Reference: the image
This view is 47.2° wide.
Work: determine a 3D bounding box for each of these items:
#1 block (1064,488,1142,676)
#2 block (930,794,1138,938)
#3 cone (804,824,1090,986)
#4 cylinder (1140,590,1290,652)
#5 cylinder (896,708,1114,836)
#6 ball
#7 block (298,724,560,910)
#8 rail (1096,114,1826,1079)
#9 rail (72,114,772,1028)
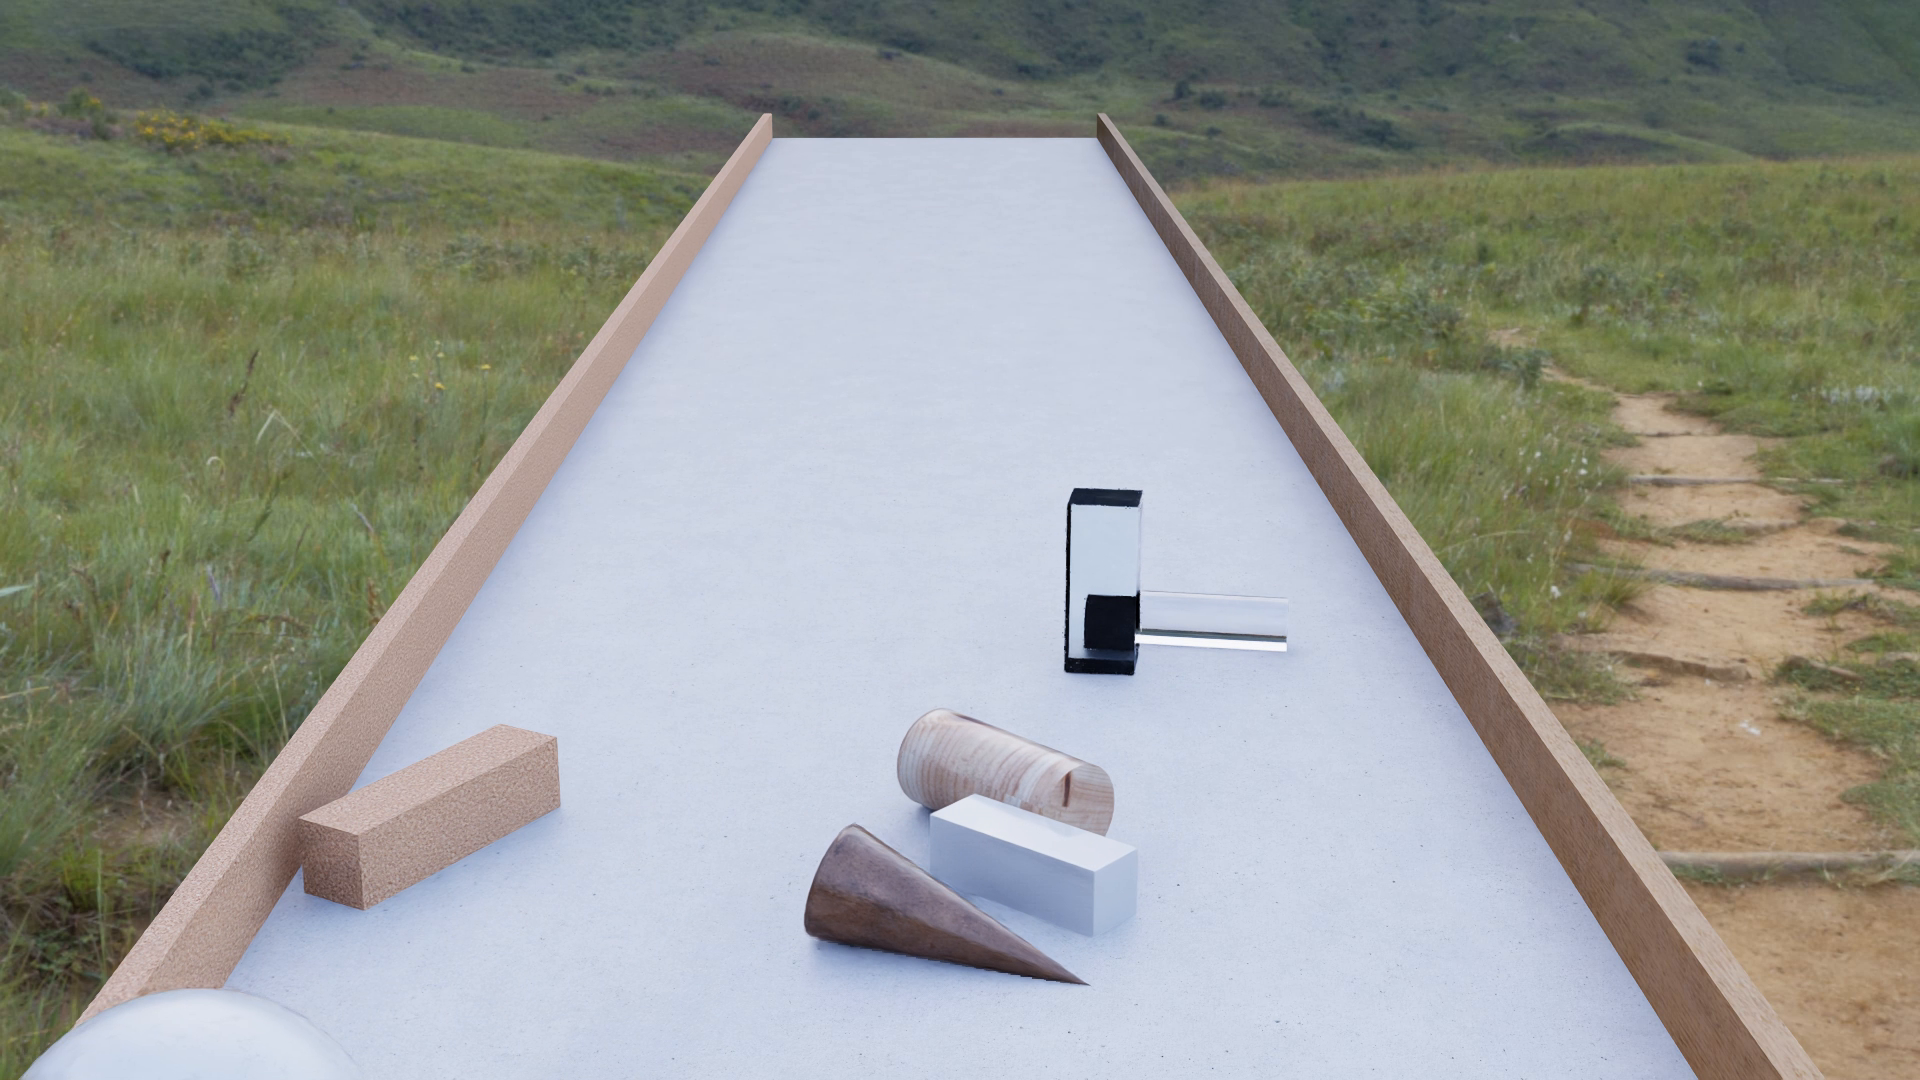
[{"bbox_3d":[0.284,0.081,4.352,0.138,0.341,0.138,2,15,8],"label":"block"},{"bbox_3d":[0.110,0.496,3.370,0.319,0.108,0.108,14,21,38],"label":"block"},{"bbox_3d":[0.000,0.566,3.173,0.415,0.177,0.177,19,22,19],"label":"cone"},{"bbox_3d":[0.465,0.162,4.489,0.404,0.110,0.110,3,17,9],"label":"cylinder"},{"bbox_3d":[0.071,0.399,3.591,0.167,0.167,0.340,-15,22,-41],"label":"cylinder"},{"bbox_3d":[-0.757,0.640,2.158,0.393,0.393,0.393,0,17,0],"label":"ball"},{"bbox_3d":[-0.843,0.437,3.537,0.125,0.125,0.457,9,19,29],"label":"block"},{"bbox_3d":[0.932,-0.844,7.801,0.050,0.150,12.000,0,17,-1],"label":"rail"},{"bbox_3d":[-1.118,-0.838,7.780,0.050,0.150,12.000,0,17,-1],"label":"rail"}]
